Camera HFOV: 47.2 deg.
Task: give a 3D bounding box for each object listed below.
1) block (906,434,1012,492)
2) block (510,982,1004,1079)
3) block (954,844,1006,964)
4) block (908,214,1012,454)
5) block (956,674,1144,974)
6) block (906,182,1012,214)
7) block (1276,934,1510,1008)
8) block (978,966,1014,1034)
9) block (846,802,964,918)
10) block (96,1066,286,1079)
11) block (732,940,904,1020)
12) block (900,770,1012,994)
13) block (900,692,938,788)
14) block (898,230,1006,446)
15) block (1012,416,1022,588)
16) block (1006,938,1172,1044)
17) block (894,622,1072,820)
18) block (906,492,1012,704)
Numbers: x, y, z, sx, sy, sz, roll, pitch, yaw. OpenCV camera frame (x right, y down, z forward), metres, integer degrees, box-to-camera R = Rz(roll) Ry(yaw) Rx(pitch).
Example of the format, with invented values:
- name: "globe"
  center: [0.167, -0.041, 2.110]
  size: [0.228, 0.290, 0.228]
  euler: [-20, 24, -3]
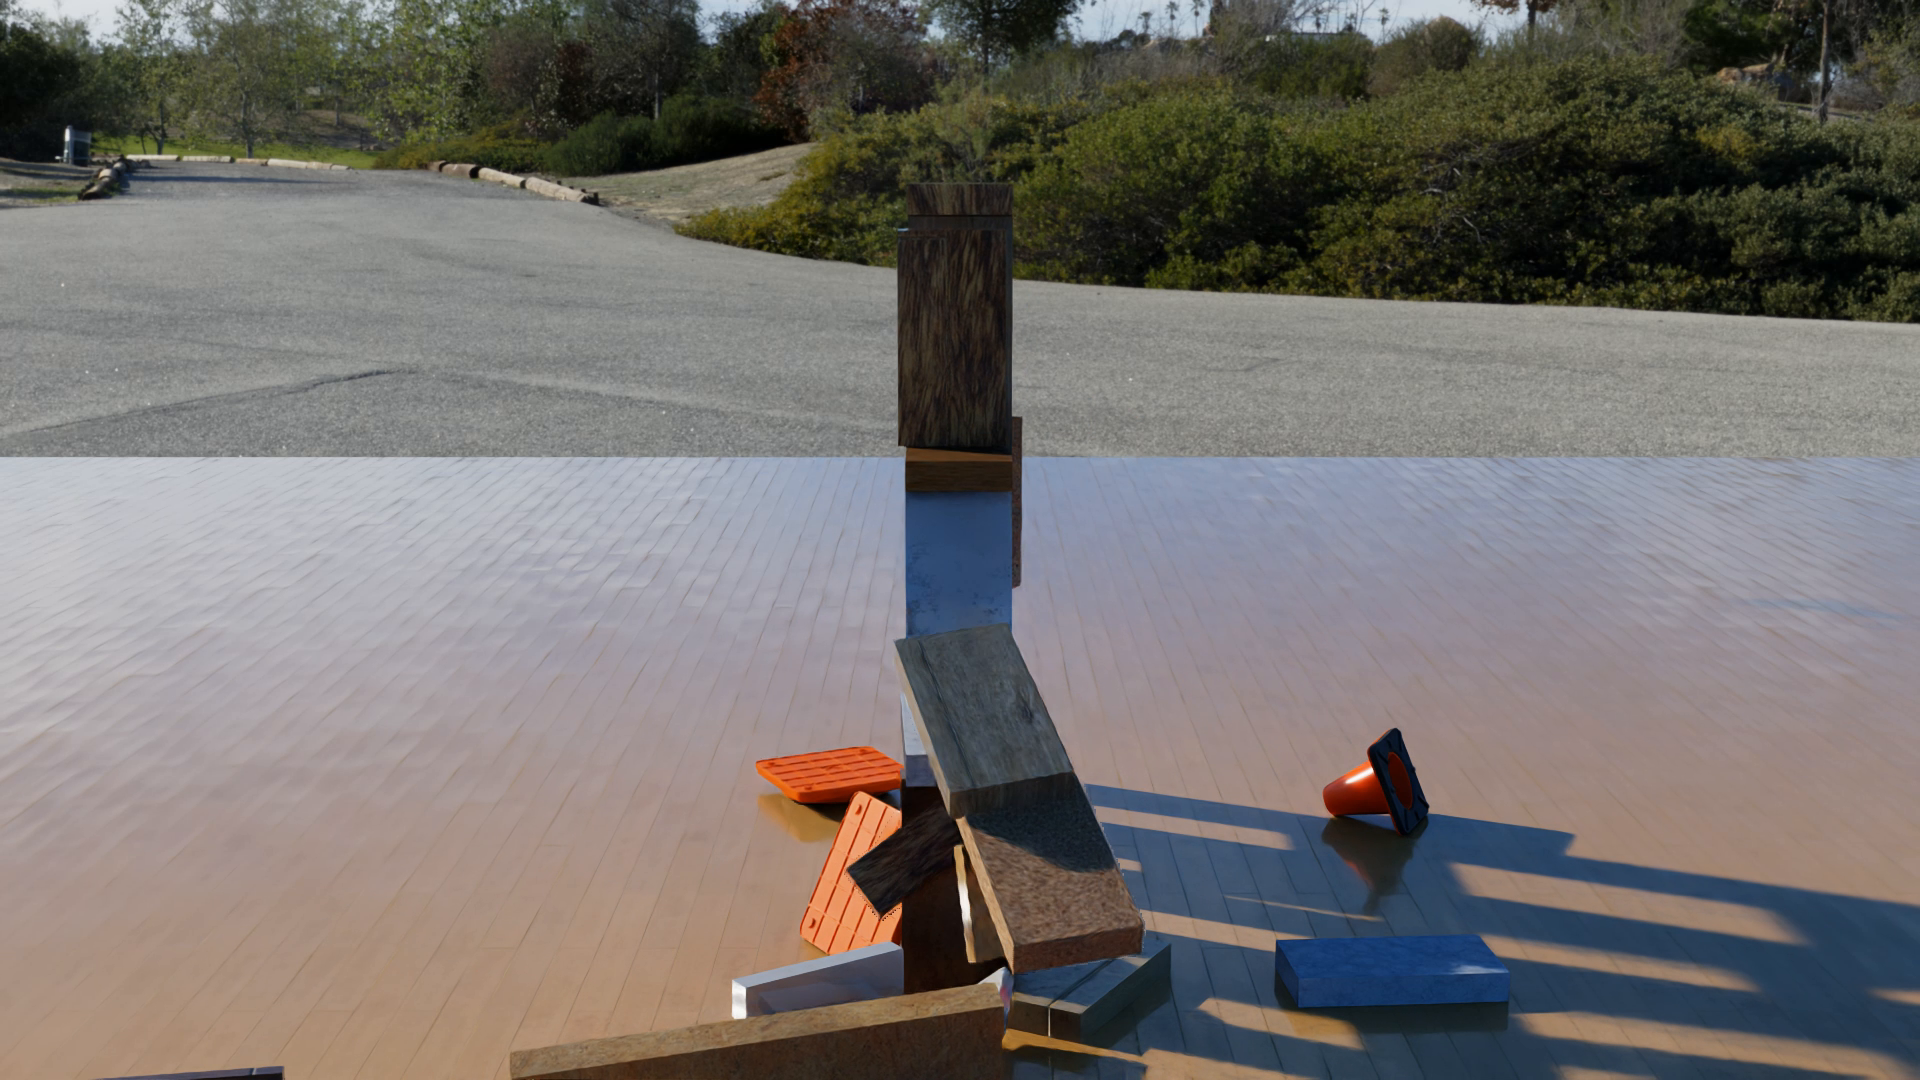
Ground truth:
- name: "block"
  center: [-0.003, -0.128, 3.510]
  size: [0.163, 0.046, 0.327]
  euler: [0, 11, 0]
- name: "block"
  center: [-0.239, 0.650, 2.663]
  size: [0.589, 0.156, 0.044]
  euler: [-6, 31, -12]
- name: "block"
  center: [0.040, 0.490, 3.006]
  size: [0.080, 0.159, 0.023]
  euler: [-8, 2, -31]
- name: "block"
  center: [0.000, -0.322, 3.657]
  size: [0.171, 0.433, 0.048]
  euler: [0, 13, -1]
- name: "block"
  center: [0.085, 0.370, 2.975]
  size: [0.169, 0.048, 0.531]
  euler: [-7, 35, -12]
- name: "block"
  center: [-0.002, -0.577, 3.708]
  size: [0.171, 0.048, 0.342]
  euler: [0, 10, 0]
- name: "block"
  center: [0.641, 0.641, 3.276]
  size: [0.312, 0.044, 0.156]
  euler: [-1, 11, -4]
- name: "block"
  center: [0.030, 0.649, 3.006]
  size: [0.080, 0.023, 0.159]
  euler: [-36, 10, 14]
- name: "block"
  center: [-0.069, 0.440, 3.037]
  size: [0.159, 0.080, 0.023]
  euler: [-35, -22, -11]
- name: "block"
  center: [-0.984, 0.715, 2.780]
  size: [0.251, 0.078, 0.022]
  euler: [-2, 11, -10]
- name: "block"
  center: [-0.193, 0.644, 3.032]
  size: [0.253, 0.126, 0.036]
  euler: [-7, 13, -34]
- name: "block"
  center: [-0.002, 0.503, 3.218]
  size: [0.168, 0.336, 0.048]
  euler: [-1, 11, -3]
- name: "block"
  center: [-0.001, 0.294, 3.284]
  size: [0.168, 0.048, 0.336]
  euler: [-1, 11, -3]
- name: "block"
  center: [-0.013, -0.320, 3.487]
  size: [0.169, 0.338, 0.048]
  euler: [0, 9, 0]
- name: "block"
  center: [0.034, -0.075, 4.156]
  size: [0.161, 0.321, 0.046]
  euler: [5, 11, 24]
- name: "block"
  center: [0.175, 0.649, 3.232]
  size: [0.156, 0.044, 0.312]
  euler: [6, 12, 28]
- name: "block"
  center: [0.028, 0.246, 3.071]
  size: [0.169, 0.048, 0.338]
  euler: [-9, 36, -11]
- name: "block"
  center: [-0.002, 0.086, 3.380]
  size: [0.163, 0.328, 0.046]
  euler: [0, -9, -1]
